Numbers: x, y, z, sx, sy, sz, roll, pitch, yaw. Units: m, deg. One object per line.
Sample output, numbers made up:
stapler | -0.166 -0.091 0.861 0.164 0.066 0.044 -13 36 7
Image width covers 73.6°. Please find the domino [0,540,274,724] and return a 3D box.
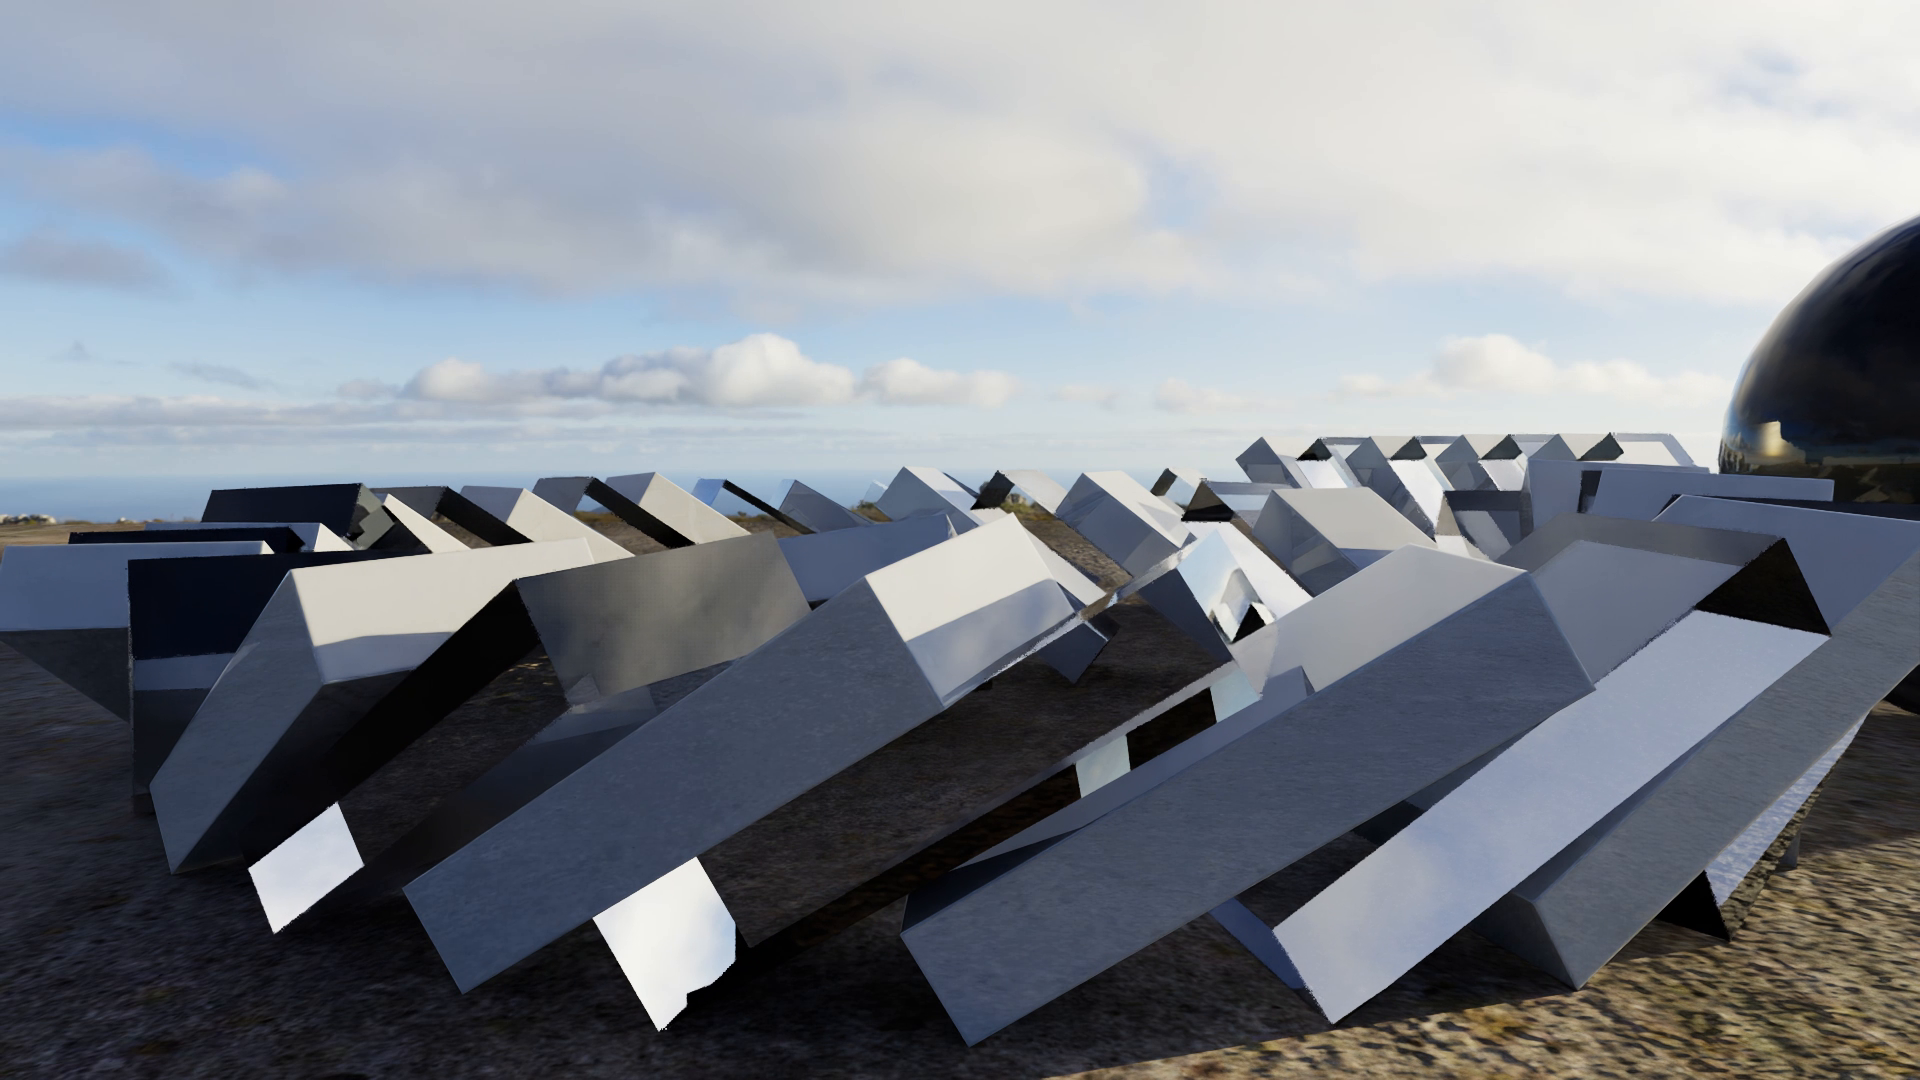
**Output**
domino | -0.091 0.015 0.156 0.025 0.009 0.050 -1 -24 -10

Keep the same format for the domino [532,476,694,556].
domino | -0.072 0.003 0.291 0.025 0.010 0.050 2 -28 46

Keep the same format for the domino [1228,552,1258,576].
domino | 0.055 0.000 0.340 0.050 0.010 0.025 34 11 9

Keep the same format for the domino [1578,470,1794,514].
domino | 0.090 0.011 0.162 0.025 0.010 0.050 3 44 29

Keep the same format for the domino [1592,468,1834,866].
domino | 0.084 0.012 0.148 0.025 0.009 0.050 6 45 33

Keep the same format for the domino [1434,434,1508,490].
domino | 0.134 -0.002 0.298 0.025 0.050 0.009 -3 -34 -37

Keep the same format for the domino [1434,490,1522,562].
domino | 0.093 0.010 0.199 0.025 0.010 0.050 0 36 5

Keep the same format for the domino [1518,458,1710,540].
domino | 0.094 0.009 0.181 0.025 0.009 0.050 4 45 16

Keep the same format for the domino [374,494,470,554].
domino | -0.100 0.007 0.241 0.025 0.009 0.050 2 -27 25

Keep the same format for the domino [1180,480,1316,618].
domino | 0.066 0.007 0.238 0.025 0.010 0.050 0 35 -35

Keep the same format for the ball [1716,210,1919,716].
ball | 0.155 -0.011 0.184 0.080 0.080 0.080 0 4 0

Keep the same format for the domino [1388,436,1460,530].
domino | 0.127 -0.003 0.308 0.025 0.050 0.009 -3 -34 -37

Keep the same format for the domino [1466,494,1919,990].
domino | 0.061 0.015 0.115 0.050 0.009 0.025 -36 18 -13

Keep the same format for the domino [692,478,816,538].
domino | -0.043 0.001 0.319 0.050 0.009 0.025 32 -11 -23

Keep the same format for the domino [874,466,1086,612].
domino | 0.009 0.005 0.249 0.050 0.009 0.025 38 10 9

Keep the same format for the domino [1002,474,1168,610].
domino | 0.037 0.000 0.342 0.050 0.010 0.025 32 10 7

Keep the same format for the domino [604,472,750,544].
domino | -0.060 0.002 0.304 0.050 0.009 0.025 36 -23 -33

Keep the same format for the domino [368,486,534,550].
domino | -0.094 0.006 0.258 0.025 0.009 0.050 0 -27 33

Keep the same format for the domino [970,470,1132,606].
domino | 0.028 0.005 0.248 0.050 0.010 0.025 39 16 15

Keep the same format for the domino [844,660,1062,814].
domino | 0.000 0.025 0.172 0.025 0.009 0.050 0 4 1

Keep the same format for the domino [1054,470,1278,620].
domino | 0.043 0.006 0.243 0.050 0.010 0.025 40 18 16

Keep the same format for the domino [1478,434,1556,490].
domino | 0.141 -0.001 0.288 0.025 0.050 0.010 -3 -34 -37

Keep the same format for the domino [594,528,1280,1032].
domino | -0.001 0.017 0.098 0.050 0.010 0.025 -33 -4 17

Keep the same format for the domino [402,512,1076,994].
domino | -0.017 0.016 0.100 0.050 0.010 0.025 -34 -4 26

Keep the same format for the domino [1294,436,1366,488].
domino | 0.109 -0.004 0.327 0.025 0.050 0.010 -4 -35 -40

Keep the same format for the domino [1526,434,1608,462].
domino | 0.147 -0.001 0.276 0.025 0.050 0.010 -3 -34 -34

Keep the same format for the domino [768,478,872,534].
domino | -0.025 0.001 0.330 0.050 0.009 0.025 30 -5 -14

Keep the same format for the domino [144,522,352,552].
domino | -0.100 0.012 0.199 0.025 0.010 0.050 0 -23 3

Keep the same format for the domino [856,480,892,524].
domino | -0.003 0.001 0.338 0.050 0.009 0.025 29 2 -5

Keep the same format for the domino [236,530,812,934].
domino | -0.038 0.017 0.109 0.050 0.009 0.025 -34 -12 34

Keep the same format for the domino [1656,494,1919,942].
domino | 0.074 0.015 0.128 0.050 0.009 0.025 -41 25 -24

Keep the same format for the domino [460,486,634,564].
domino | -0.083 0.005 0.277 0.025 0.009 0.050 4 -25 42

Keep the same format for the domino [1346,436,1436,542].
domino | 0.119 -0.004 0.318 0.025 0.050 0.009 -3 -35 -37

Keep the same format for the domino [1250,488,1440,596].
domino | 0.076 0.009 0.220 0.025 0.010 0.050 -3 37 -32

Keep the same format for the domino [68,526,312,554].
domino | -0.096 0.013 0.176 0.025 0.010 0.050 -2 -24 -6

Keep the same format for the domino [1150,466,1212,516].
domino | 0.075 -0.001 0.339 0.050 0.010 0.025 39 19 19

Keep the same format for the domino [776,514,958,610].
domino | -0.009 0.011 0.193 0.025 0.010 0.050 -8 -22 8

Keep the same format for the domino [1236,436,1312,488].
domino | 0.095 -0.005 0.333 0.009 0.050 0.025 -44 -22 30

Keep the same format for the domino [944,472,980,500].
domino | 0.014 -0.001 0.340 0.050 0.010 0.025 32 2 -2

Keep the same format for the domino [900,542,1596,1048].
domino | 0.020 0.018 0.101 0.050 0.009 0.025 -31 3 3

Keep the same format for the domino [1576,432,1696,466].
domino | 0.152 0.000 0.265 0.025 0.050 0.010 -3 -34 -34

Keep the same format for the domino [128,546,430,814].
domino | -0.074 0.016 0.137 0.025 0.010 0.050 -3 -24 -34

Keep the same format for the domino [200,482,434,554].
domino | -0.101 0.008 0.217 0.025 0.010 0.050 -2 -29 7

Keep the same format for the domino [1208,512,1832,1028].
domino | 0.042 0.016 0.108 0.050 0.009 0.025 -35 12 -8

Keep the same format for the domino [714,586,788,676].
domino | -0.018 0.016 0.230 0.050 0.009 0.025 -1 -19 -12

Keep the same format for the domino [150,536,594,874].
domino | -0.056 0.016 0.121 0.025 0.009 0.050 -8 -21 -47
